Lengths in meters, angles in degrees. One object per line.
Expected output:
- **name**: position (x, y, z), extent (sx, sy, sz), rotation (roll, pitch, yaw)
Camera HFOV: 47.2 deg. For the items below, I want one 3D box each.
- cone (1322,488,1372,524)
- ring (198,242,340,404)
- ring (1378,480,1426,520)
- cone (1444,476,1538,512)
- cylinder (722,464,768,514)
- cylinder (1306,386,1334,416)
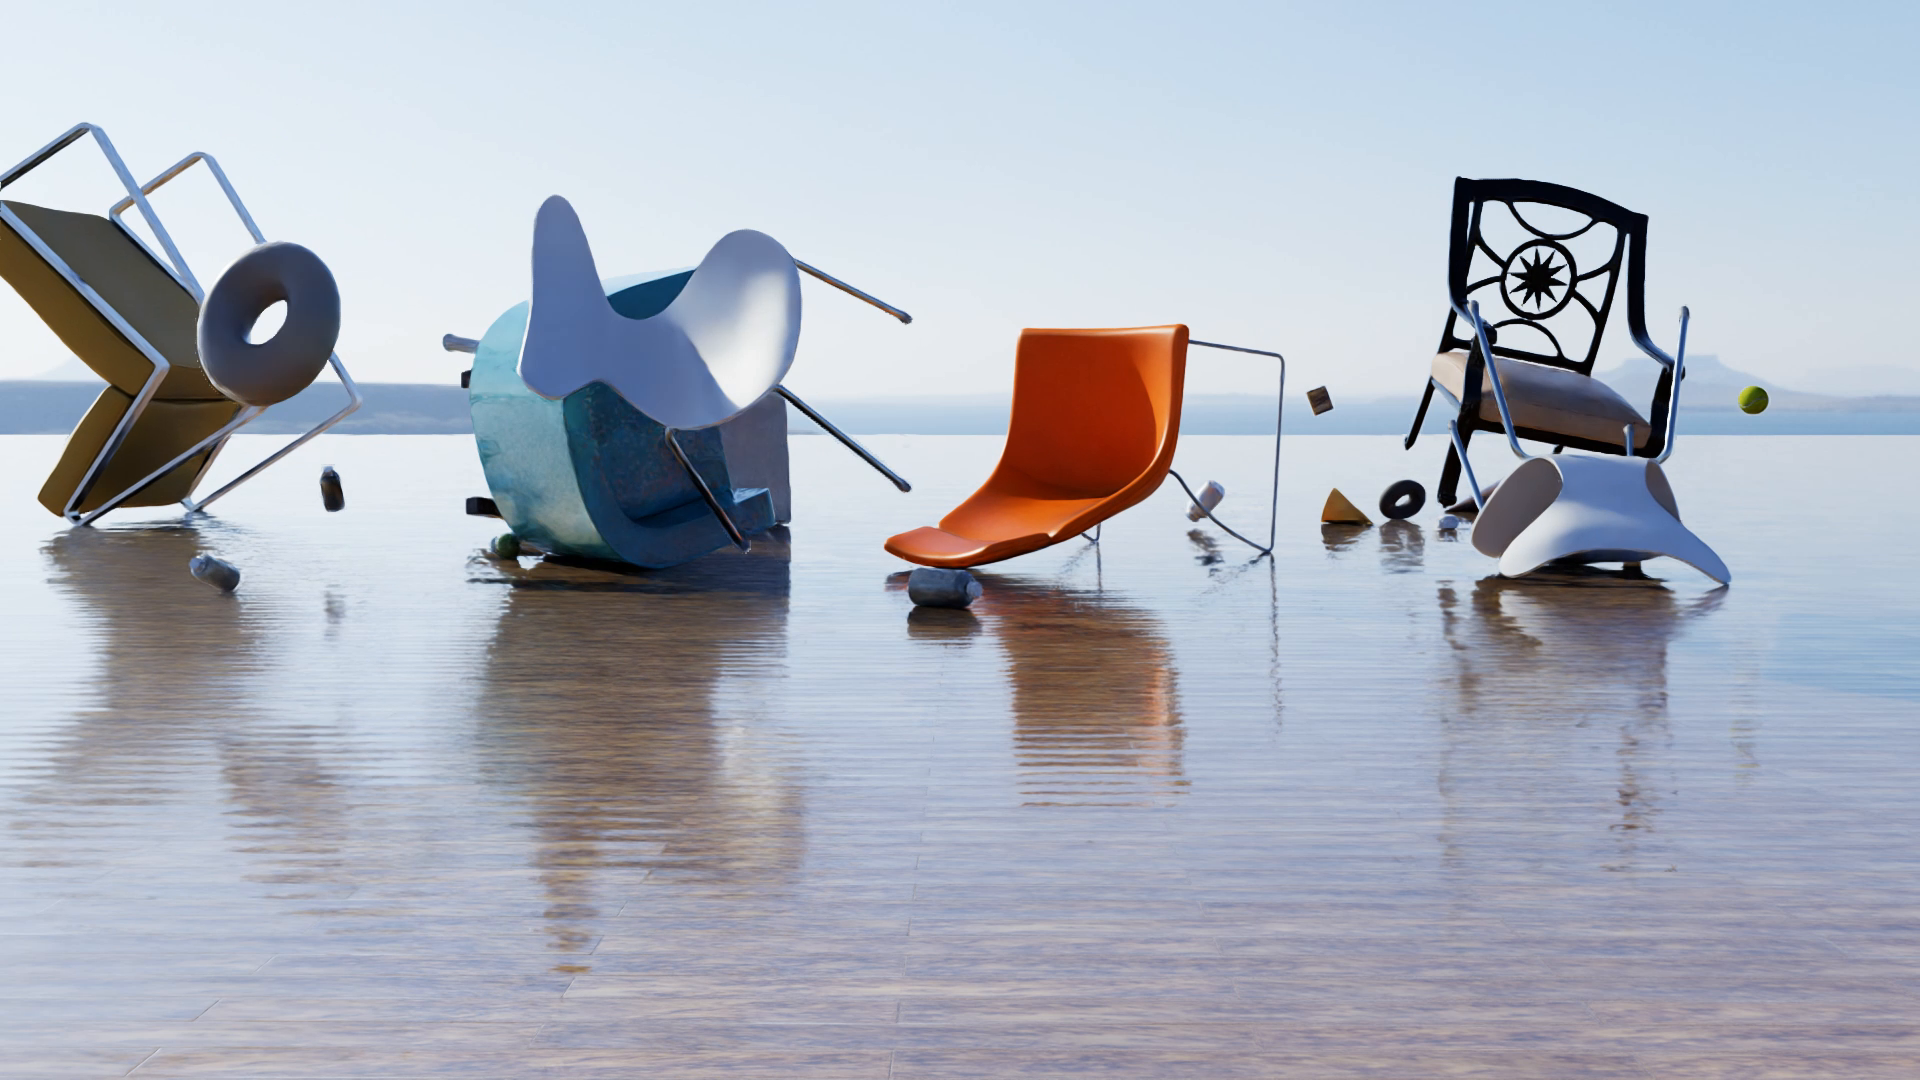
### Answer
- **cone**: position (1.303, -0.083, 7.317), extent (0.169, 0.128, 0.089), rotation (25, 22, 25)
- **ring**: position (-1.800, -0.566, 5.732), extent (0.385, 0.479, 0.154), rotation (-8, -27, 10)
- **ring**: position (1.520, -0.139, 7.560), extent (0.184, 0.155, 0.055), rotation (-1, 33, -26)
- **cone**: position (1.910, -0.138, 8.082), extent (0.337, 0.132, 0.260), rotation (-14, 7, -22)
- **cylinder**: position (-0.728, -0.173, 7.460), extent (0.104, 0.167, 0.117), rotation (-39, -18, 1)
- **cylinder**: position (1.364, -0.528, 8.331), extent (0.081, 0.095, 0.044), rotation (-20, 0, -11)
